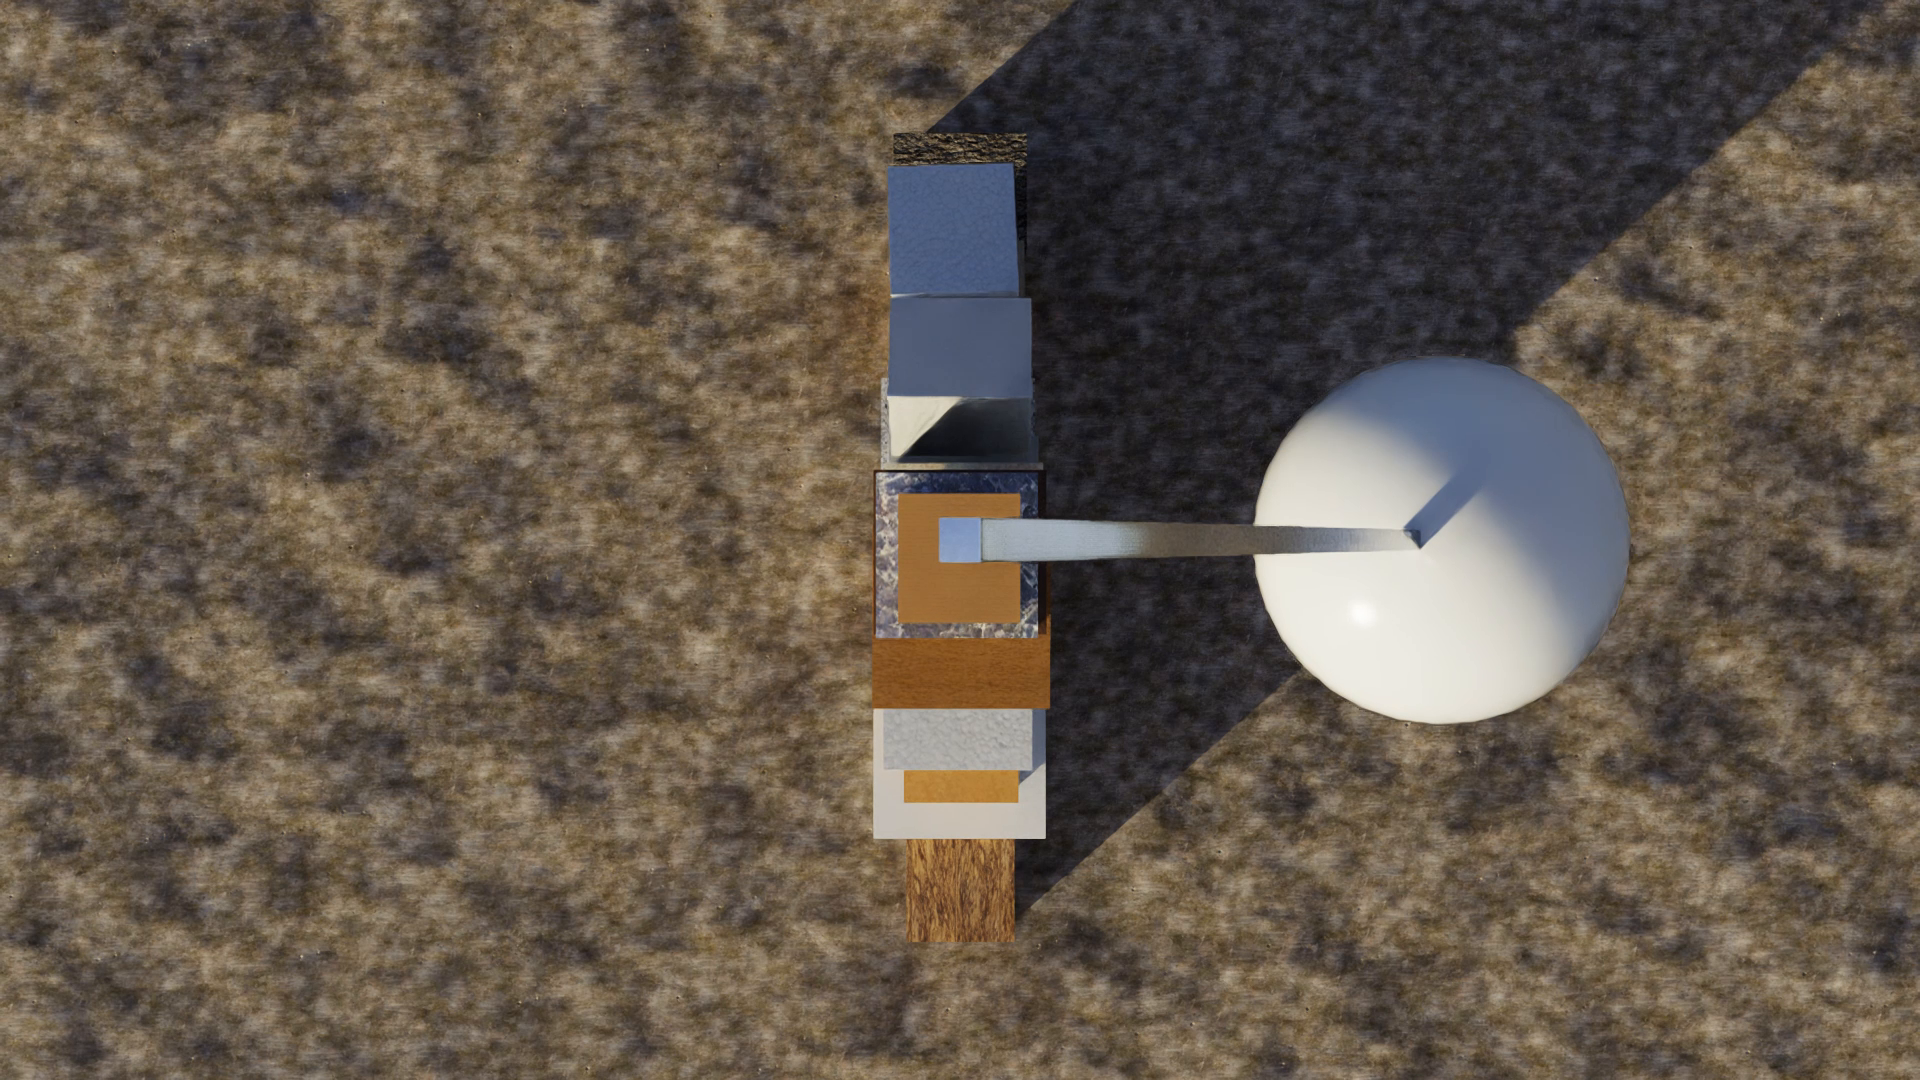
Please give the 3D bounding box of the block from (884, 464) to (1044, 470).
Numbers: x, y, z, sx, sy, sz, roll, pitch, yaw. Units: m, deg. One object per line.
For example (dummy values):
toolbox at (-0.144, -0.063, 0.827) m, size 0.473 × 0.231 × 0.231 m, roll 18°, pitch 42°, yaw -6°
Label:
block at (0.020, 0.014, 10.919) m, size 0.760 × 0.809 × 0.775 m, roll 0°, pitch 91°, yaw 0°

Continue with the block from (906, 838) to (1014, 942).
block at (0.004, 1.961, 12.689) m, size 0.608 × 0.622 × 0.604 m, roll 0°, pitch 90°, yaw 0°

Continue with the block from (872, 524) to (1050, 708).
block at (0.005, 0.332, 10.091) m, size 0.782 × 0.856 × 0.807 m, roll 0°, pitch 91°, yaw 0°

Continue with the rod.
rod at (0.899, 0.000, 6.347) m, size 0.080 × 5.200 × 0.080 m, roll 0°, pitch 90°, yaw 20°

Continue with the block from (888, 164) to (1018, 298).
block at (-0.037, -1.463, 11.315) m, size 0.638 × 0.596 × 0.721 m, roll -2°, pitch 70°, yaw 0°

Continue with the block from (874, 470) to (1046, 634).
block at (0.000, 0.044, 9.260) m, size 0.697 × 0.797 × 0.665 m, roll 0°, pitch 91°, yaw 0°

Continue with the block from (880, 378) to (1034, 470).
block at (-0.013, -0.478, 12.573) m, size 0.847 × 0.855 × 0.838 m, roll 0°, pitch 90°, yaw 0°

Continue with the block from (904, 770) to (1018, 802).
block at (0.007, 1.075, 11.804) m, size 0.598 × 0.677 × 0.592 m, roll 0°, pitch 90°, yaw 0°

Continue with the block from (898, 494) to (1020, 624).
block at (-0.003, 0.062, 8.061) m, size 0.436 × 0.429 × 0.463 m, roll 0°, pitch 91°, yaw 0°

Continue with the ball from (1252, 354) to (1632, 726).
ball at (2.074, 0.000, 9.537) m, size 1.600 × 1.600 × 1.600 m, roll 0°, pitch 90°, yaw 0°

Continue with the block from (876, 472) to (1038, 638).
block at (-0.011, 0.054, 8.568) m, size 0.610 × 0.586 × 0.623 m, roll 0°, pitch 91°, yaw 0°

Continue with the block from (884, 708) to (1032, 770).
block at (-0.010, 0.768, 11.144) m, size 0.733 × 0.645 × 0.730 m, roll 0°, pitch 90°, yaw 0°

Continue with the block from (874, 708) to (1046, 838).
block at (-0.002, 1.227, 12.571) m, size 0.950 × 0.857 × 0.844 m, roll 0°, pitch 90°, yaw 0°

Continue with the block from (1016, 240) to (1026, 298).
block at (-0.003, -1.091, 11.853) m, size 0.694 × 0.672 × 0.812 m, roll 0°, pitch 70°, yaw 0°

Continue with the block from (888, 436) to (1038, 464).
block at (0.016, -0.178, 11.732) m, size 0.772 × 0.823 × 0.729 m, roll 0°, pitch 91°, yaw 0°

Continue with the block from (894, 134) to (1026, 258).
block at (0.001, -1.940, 12.613) m, size 0.742 × 0.773 × 0.645 m, roll 0°, pitch 90°, yaw 0°

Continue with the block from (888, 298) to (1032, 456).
block at (0.004, -0.815, 11.055) m, size 0.700 × 0.592 × 0.568 m, roll 0°, pitch 64°, yaw 1°
